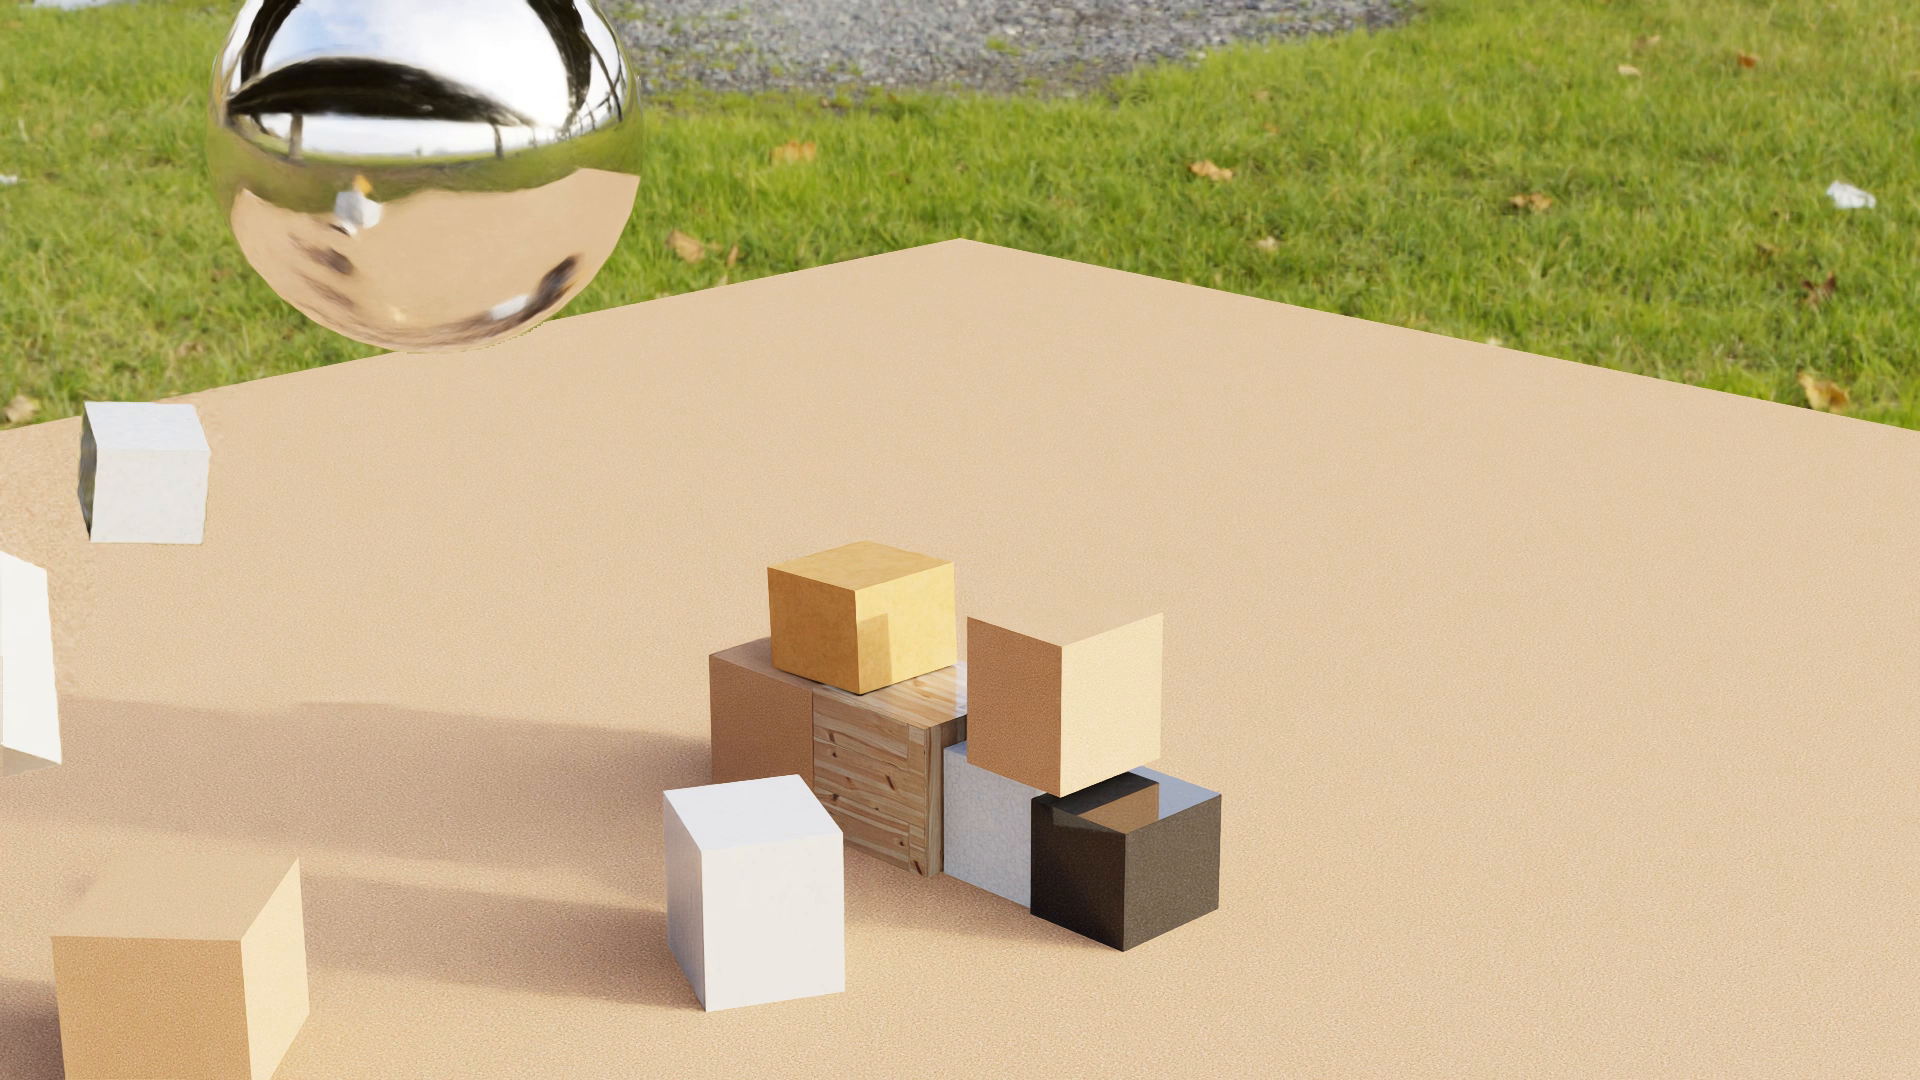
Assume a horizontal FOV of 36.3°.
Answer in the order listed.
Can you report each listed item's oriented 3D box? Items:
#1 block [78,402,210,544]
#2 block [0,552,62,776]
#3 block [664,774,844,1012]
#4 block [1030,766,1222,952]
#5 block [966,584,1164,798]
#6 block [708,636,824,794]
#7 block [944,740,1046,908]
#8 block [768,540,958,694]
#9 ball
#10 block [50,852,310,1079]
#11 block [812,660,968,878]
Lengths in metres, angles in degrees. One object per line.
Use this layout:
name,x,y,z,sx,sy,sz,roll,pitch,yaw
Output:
block,-2.598,-0.214,9.319,0.341,0.326,0.356,0,26,-24
block,-3.138,0.382,8.811,0.576,0.620,0.587,-13,-16,11
block,-0.876,1.484,12.419,0.599,0.721,0.678,-6,18,-18
block,0.734,1.392,12.993,0.635,0.553,0.557,-17,24,-42
block,0.465,0.658,13.052,0.655,0.694,0.573,-17,24,-42
block,-0.674,0.888,14.332,0.793,0.711,0.743,-17,24,-42
block,0.346,1.235,13.396,0.609,0.612,0.580,-17,24,-42
block,-0.464,0.357,13.949,0.621,0.501,0.630,-16,21,-41
ball,-1.966,-1.490,10.812,1.600,1.600,1.600,0,17,0
block,-3.081,1.733,11.661,0.737,0.700,0.795,1,17,3
block,-0.155,1.041,13.814,0.761,0.731,0.745,-17,24,-42
